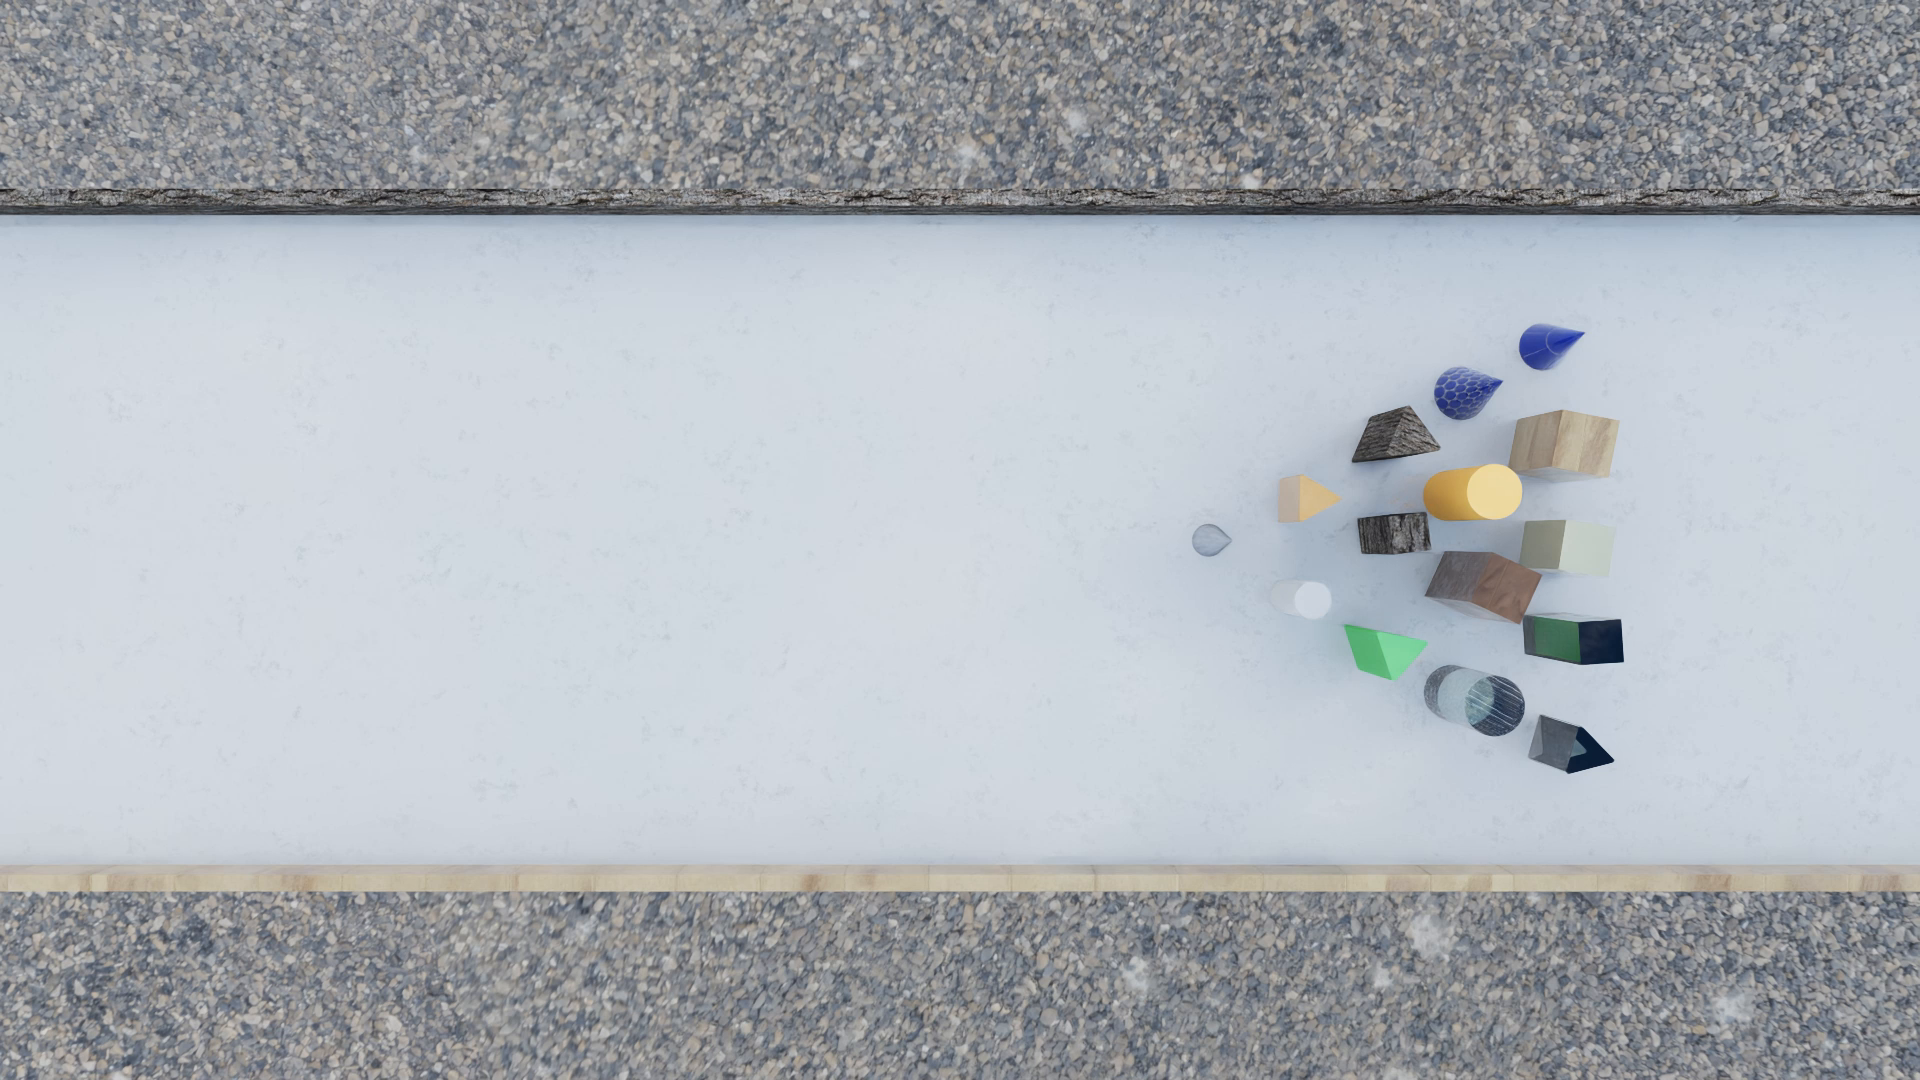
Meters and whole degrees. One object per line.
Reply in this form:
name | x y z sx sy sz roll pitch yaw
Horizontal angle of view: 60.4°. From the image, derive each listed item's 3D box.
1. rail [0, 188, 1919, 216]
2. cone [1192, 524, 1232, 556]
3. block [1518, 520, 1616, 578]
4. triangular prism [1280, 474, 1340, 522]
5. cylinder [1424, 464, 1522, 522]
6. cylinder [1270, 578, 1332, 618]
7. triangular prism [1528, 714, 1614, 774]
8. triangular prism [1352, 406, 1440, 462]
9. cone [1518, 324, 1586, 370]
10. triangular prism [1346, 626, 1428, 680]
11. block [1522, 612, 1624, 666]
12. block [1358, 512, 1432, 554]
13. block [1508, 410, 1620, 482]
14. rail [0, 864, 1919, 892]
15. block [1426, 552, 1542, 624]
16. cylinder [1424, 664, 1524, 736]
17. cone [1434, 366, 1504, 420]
rail | -2.247 -1.025 5.002 12.000 0.150 0.050 0 90 0
cone | 0.765 0.001 4.850 0.102 0.453 0.102 0 90 0
block | 1.801 0.024 4.905 0.145 0.342 0.145 9 90 0
triangular prism | 1.014 -0.138 4.919 0.135 0.315 0.117 -29 90 0
cylinder | 1.504 -0.136 4.857 0.156 0.439 0.156 0 90 0
cylinder | 1.010 0.173 4.897 0.106 0.359 0.106 0 90 0
triangular prism | 1.803 0.596 4.915 0.141 0.323 0.122 -14 90 0
triangular prism | 1.275 -0.315 4.870 0.154 0.412 0.133 -7 90 0
cone | 1.793 -0.595 4.901 0.146 0.351 0.146 0 90 0
triangular prism | 1.231 0.304 4.878 0.127 0.398 0.146 41 90 0
block | 1.795 0.286 4.847 0.121 0.459 0.121 -4 90 0
block | 1.283 -0.019 4.888 0.109 0.376 0.109 -7 90 0
block | 1.781 -0.274 4.886 0.166 0.382 0.166 11 90 0
rail | -2.247 1.025 5.001 12.000 0.150 0.050 0 90 0
block | 1.531 0.136 4.849 0.153 0.455 0.153 24 90 0
cylinder | 1.513 0.470 4.872 0.172 0.410 0.172 0 90 0
cone | 1.542 -0.452 4.876 0.166 0.401 0.166 0 90 0
